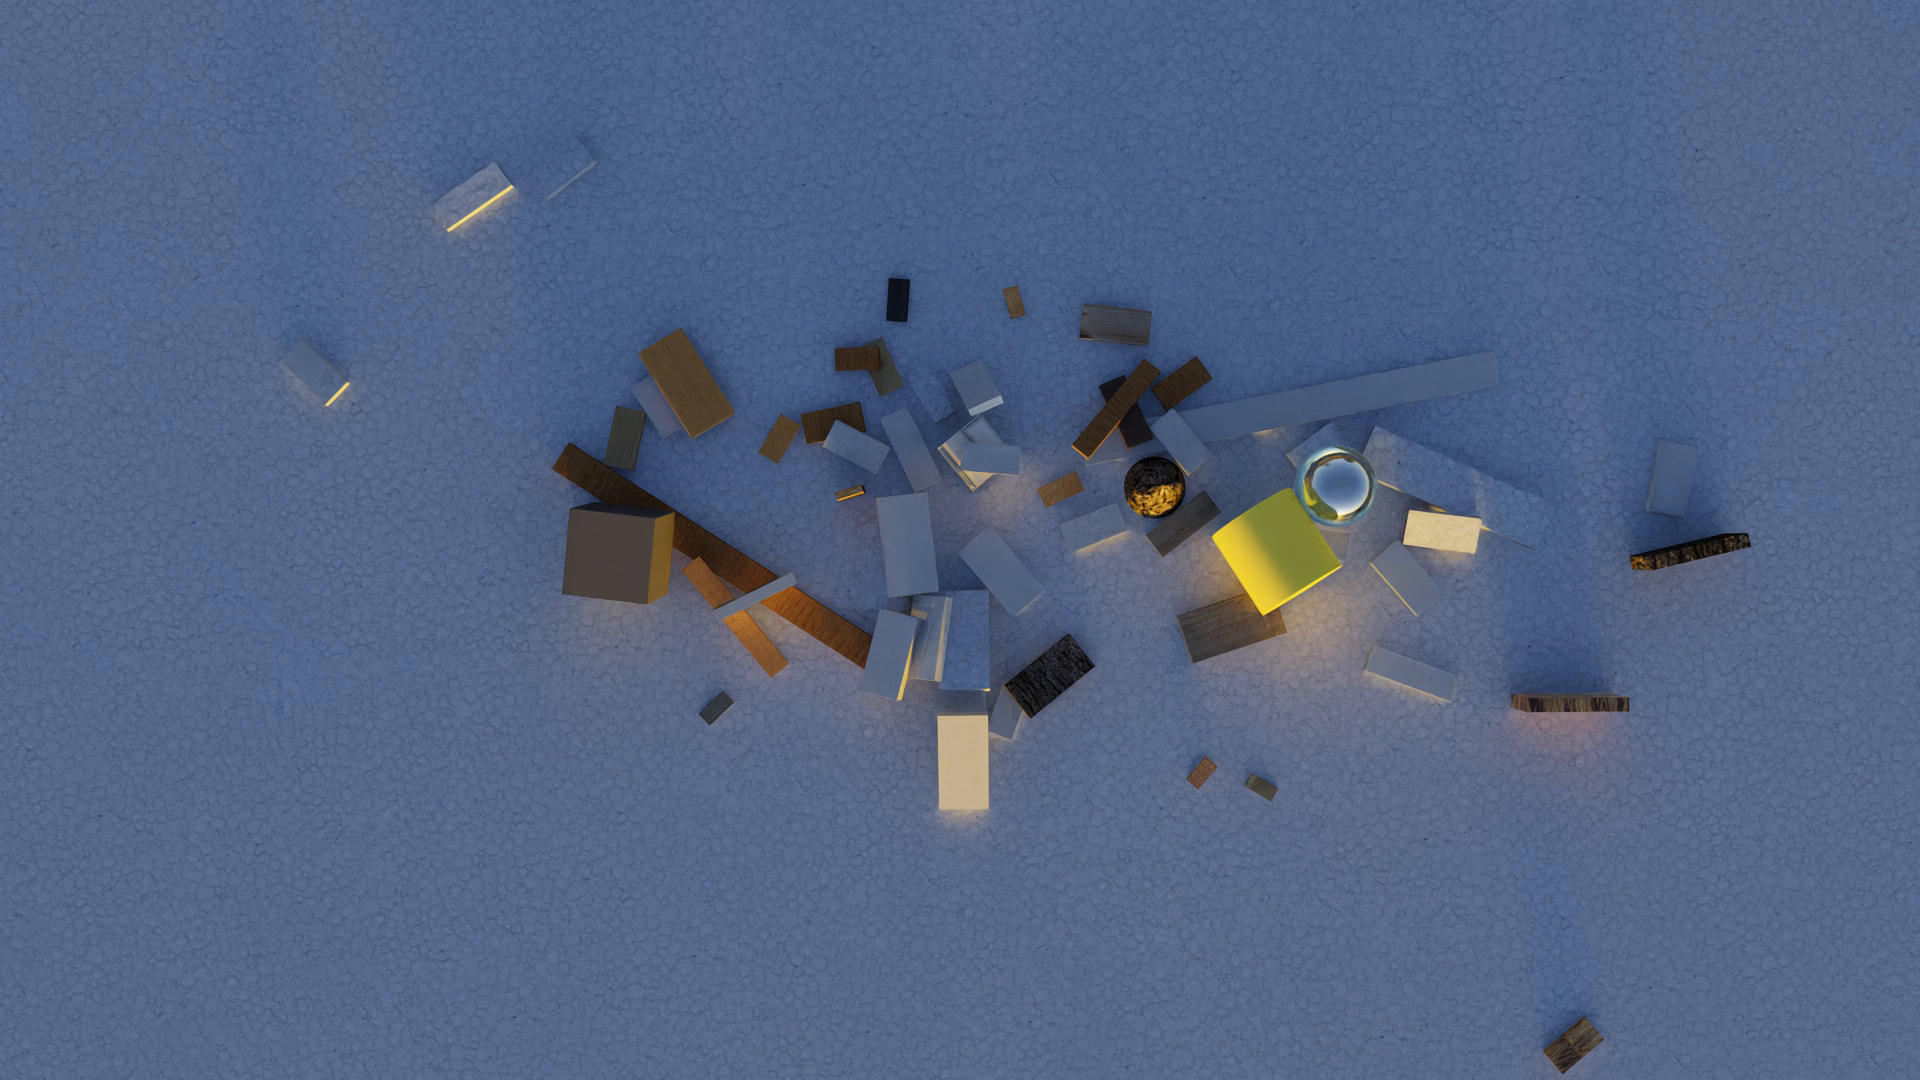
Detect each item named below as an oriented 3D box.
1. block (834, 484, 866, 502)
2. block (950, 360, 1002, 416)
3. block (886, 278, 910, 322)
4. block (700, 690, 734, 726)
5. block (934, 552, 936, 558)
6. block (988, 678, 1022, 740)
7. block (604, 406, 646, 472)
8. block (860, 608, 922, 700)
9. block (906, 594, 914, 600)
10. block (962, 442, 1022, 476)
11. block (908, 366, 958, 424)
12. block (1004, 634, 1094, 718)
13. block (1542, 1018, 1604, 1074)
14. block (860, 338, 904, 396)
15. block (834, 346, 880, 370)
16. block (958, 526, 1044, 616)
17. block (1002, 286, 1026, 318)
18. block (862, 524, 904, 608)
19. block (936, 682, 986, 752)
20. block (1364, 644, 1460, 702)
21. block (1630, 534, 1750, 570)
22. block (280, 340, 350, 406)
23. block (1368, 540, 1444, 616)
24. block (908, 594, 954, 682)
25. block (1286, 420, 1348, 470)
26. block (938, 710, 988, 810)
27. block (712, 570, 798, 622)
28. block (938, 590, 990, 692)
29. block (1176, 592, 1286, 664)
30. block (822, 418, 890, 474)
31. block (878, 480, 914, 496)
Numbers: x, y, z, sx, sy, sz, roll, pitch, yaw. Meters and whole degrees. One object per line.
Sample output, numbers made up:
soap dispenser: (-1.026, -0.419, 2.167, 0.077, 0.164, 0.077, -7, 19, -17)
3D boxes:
block: (-0.359, -0.155, 5.412, 0.088, 0.176, 0.025, -17, 90, 0)
block: (0.053, -0.499, 5.403, 0.114, 0.229, 0.032, -24, 130, 0)
block: (-0.206, -0.798, 5.490, 0.070, 0.020, 0.140, 4, 90, 0)
block: (-0.812, 0.560, 5.492, 0.111, 0.016, 0.055, -43, 90, 0)
block: (-0.168, -0.011, 5.449, 0.101, 0.029, 0.203, -28, 95, -10)
block: (0.160, 0.563, 5.487, 0.090, 0.026, 0.181, 20, 90, 0)
block: (-1.113, -0.337, 5.486, 0.100, 0.028, 0.200, 12, 90, 0)
block: (-0.228, 0.376, 5.427, 0.138, 0.039, 0.275, 14, 88, 20)
block: (-0.135, 0.152, 5.473, 0.111, 0.055, 0.016, -49, 53, 0)
block: (0.101, -0.261, 5.310, 0.184, 0.026, 0.092, 5, 90, 0)
block: (-0.092, -0.482, 5.488, 0.088, 0.025, 0.176, -33, 90, 0)
block: (0.296, 0.450, 5.464, 0.275, 0.039, 0.138, -38, 90, -7)
block: (2.041, 1.681, 5.487, 0.181, 0.026, 0.090, -40, 90, 0)
block: (-0.262, -0.575, 5.488, 0.088, 0.025, 0.176, -25, 90, 0)
block: (-0.340, -0.600, 5.468, 0.149, 0.021, 0.075, 0, 96, 14)
block: (0.136, 0.103, 5.480, 0.141, 0.040, 0.282, -41, 90, 0)
block: (0.180, -0.793, 5.493, 0.050, 0.014, 0.101, -16, 90, 0)
block: (-0.257, 0.086, 5.480, 0.141, 0.040, 0.282, 0, 90, 0)
block: (0.001, 0.536, 5.477, 0.164, 0.047, 0.329, 0, 90, 0)
block: (1.501, 0.443, 5.487, 0.301, 0.026, 0.090, 20, 90, 0)
block: (2.396, 0.038, 5.418, 0.327, 0.163, 0.046, -13, 90, 0)
block: (-2.145, -0.557, 5.485, 0.209, 0.030, 0.104, 44, 90, 0)
block: (1.484, 0.125, 5.483, 0.118, 0.033, 0.236, -41, 90, 0)
block: (-0.107, 0.322, 5.422, 0.138, 0.039, 0.275, 2, 81, 39)
block: (1.186, -0.304, 5.487, 0.183, 0.026, 0.091, -37, 90, 0)
block: (0.011, 0.725, 5.436, 0.164, 0.047, 0.329, -1, 105, 0)
block: (-0.668, 0.182, 5.392, 0.282, 0.141, 0.040, -26, 94, -3)
block: (0.013, 0.332, 5.439, 0.164, 0.047, 0.329, -1, 77, 0)
block: (0.902, 0.279, 5.477, 0.328, 0.046, 0.164, -18, 90, 0)
block: (-0.343, -0.310, 5.466, 0.202, 0.029, 0.101, 27, 99, -7)
block: (-0.211, -0.154, 5.492, 0.111, 0.016, 0.055, 27, 90, 0)
